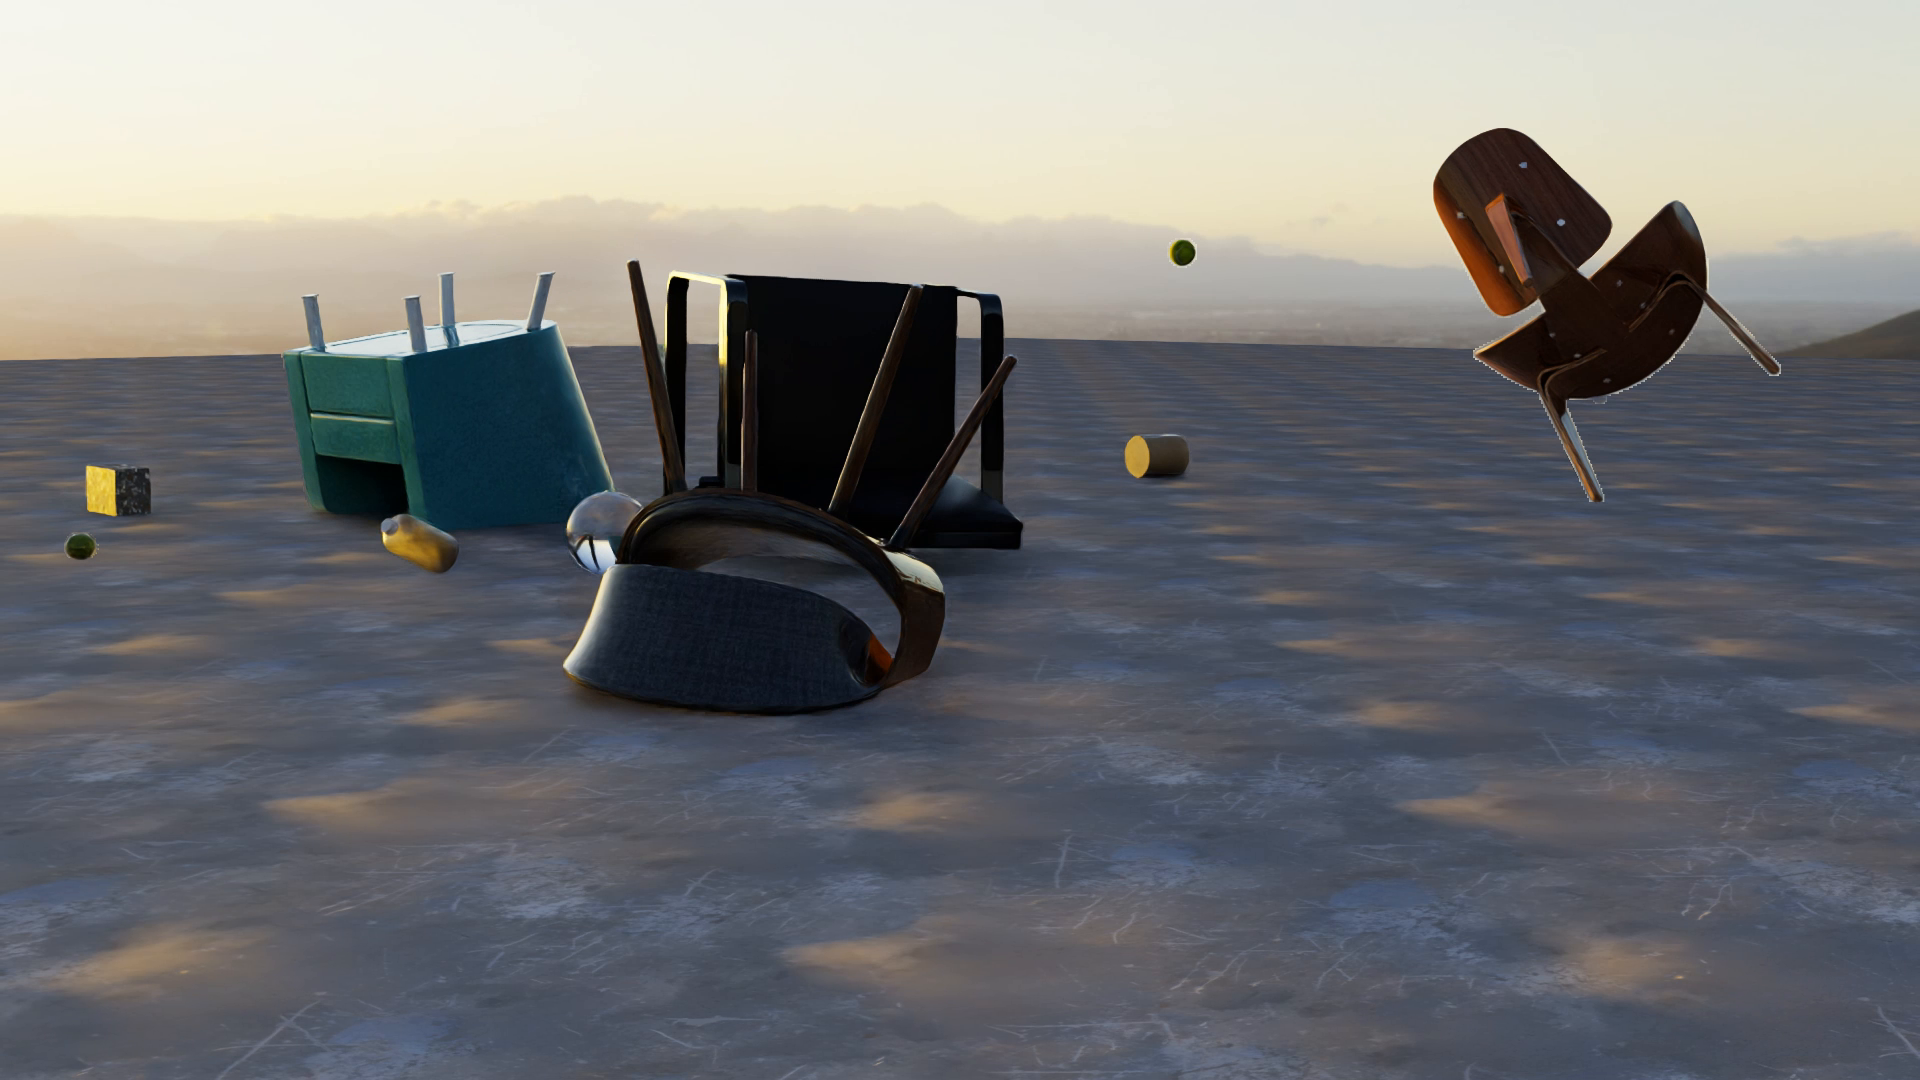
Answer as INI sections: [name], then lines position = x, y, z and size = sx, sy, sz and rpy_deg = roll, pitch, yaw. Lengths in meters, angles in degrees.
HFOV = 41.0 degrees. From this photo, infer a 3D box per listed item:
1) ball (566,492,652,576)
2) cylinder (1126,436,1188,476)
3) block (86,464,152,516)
[ball]
position = -0.769, -0.013, 5.623
size = 0.188, 0.188, 0.188
rpy_deg = 0, 6, 0
[cylinder]
position = 0.648, -0.276, 8.436
size = 0.159, 0.135, 0.137
rpy_deg = -2, 22, -31
[block]
position = -2.346, -0.140, 7.153
size = 0.099, 0.127, 0.209
rpy_deg = -5, 8, -39
